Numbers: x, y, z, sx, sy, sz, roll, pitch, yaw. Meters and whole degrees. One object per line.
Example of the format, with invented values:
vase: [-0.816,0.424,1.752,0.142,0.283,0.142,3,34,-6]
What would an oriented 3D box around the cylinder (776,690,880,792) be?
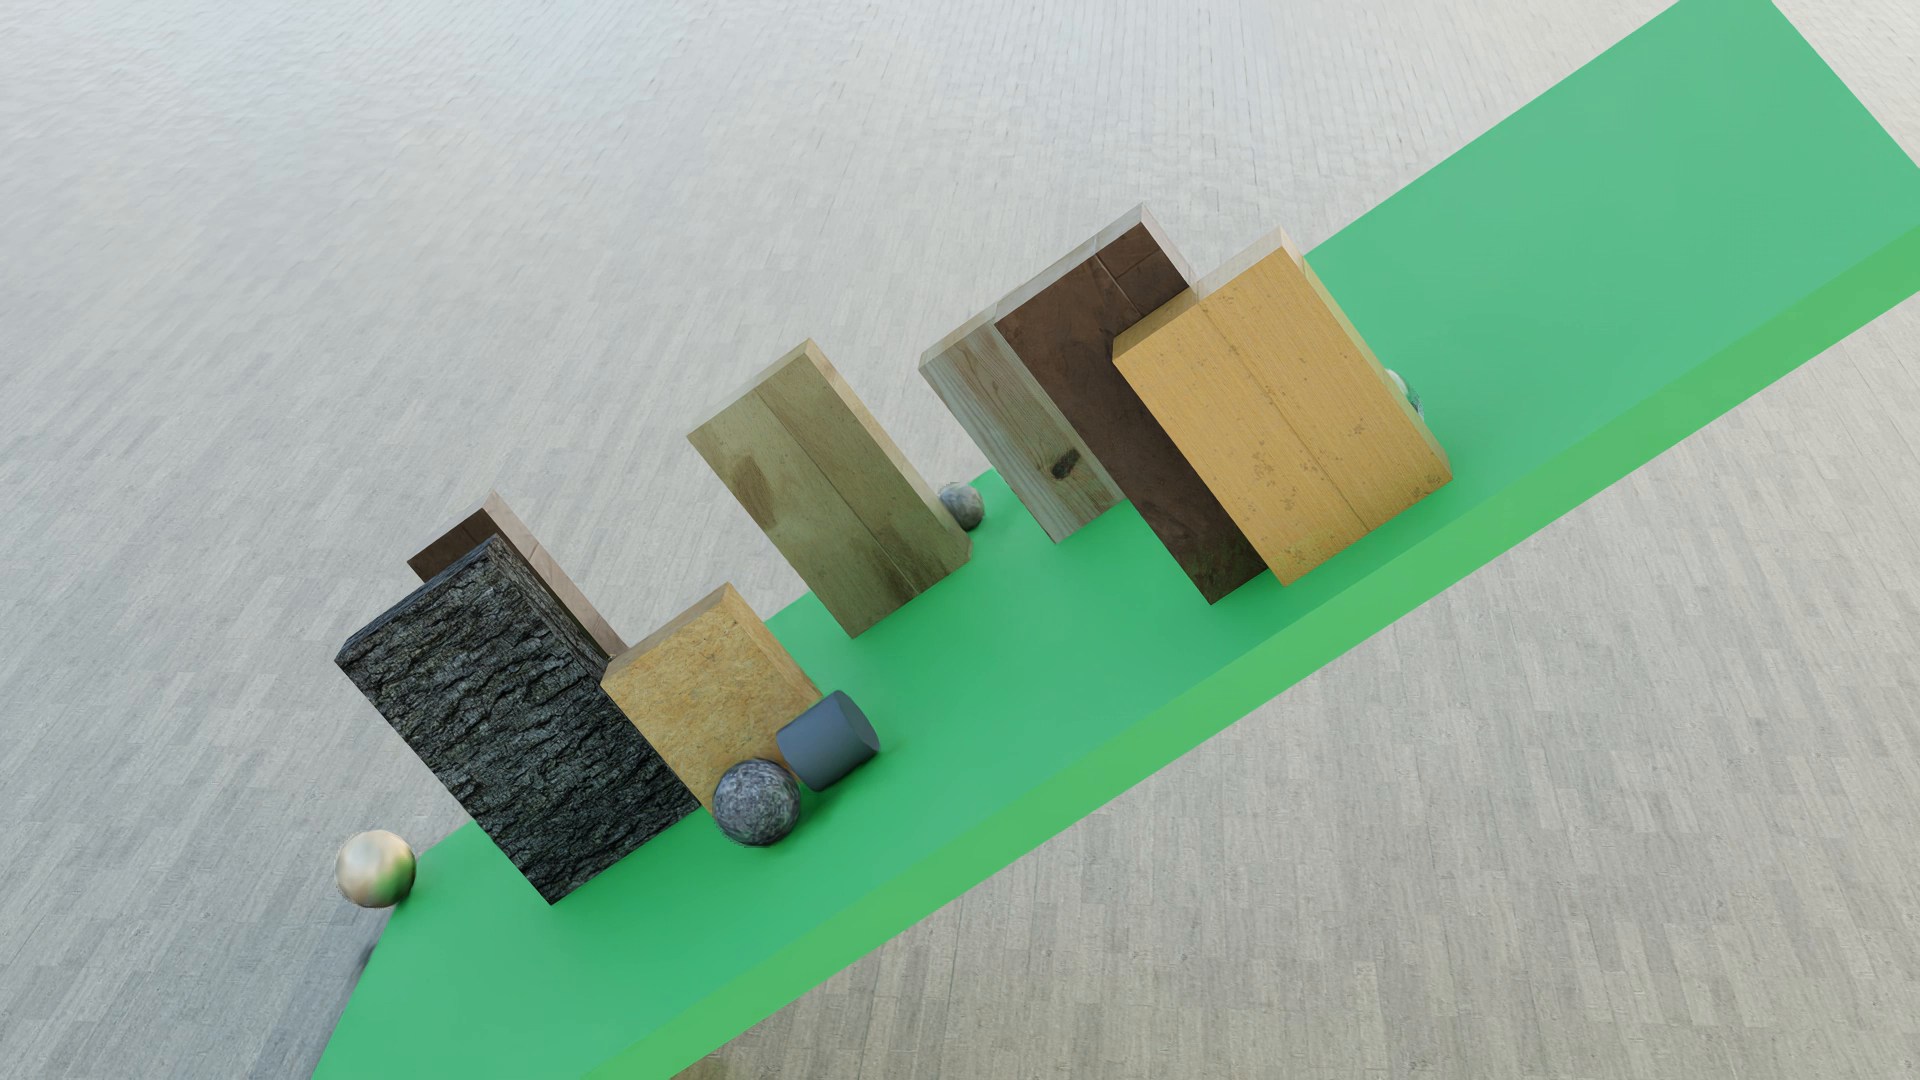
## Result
cylinder: [-0.272,0.416,6.079,0.154,0.154,0.154,-36,21,10]

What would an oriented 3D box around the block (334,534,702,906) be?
block: [-0.974,0.407,6.568,0.442,0.749,0.119,-34,16,16]

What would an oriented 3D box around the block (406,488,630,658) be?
block: [-1.059,0.223,7.392,0.251,0.690,0.126,-34,16,16]

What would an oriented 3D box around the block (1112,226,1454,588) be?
block: [0.579,-0.237,5.288,0.364,0.535,0.128,-34,16,16]

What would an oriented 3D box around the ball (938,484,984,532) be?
ball: [0.001,-0.076,6.925,0.115,0.115,0.115,0,22,0]

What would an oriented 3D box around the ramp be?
ramp: [0.130,0.178,6.319,4.000,0.100,2.000,-34,16,16]

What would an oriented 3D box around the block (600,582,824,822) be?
block: [-0.494,0.355,6.237,0.329,0.426,0.109,-34,16,16]

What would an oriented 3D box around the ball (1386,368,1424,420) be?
ball: [0.760,-0.222,5.463,0.203,0.203,0.203,0,22,0]

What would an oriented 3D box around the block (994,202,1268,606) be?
block: [0.401,-0.247,5.442,0.330,0.682,0.130,-34,16,16]

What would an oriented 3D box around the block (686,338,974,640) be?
block: [-0.295,-0.114,6.758,0.345,0.619,0.109,-34,16,16]

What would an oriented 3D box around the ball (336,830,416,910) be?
ball: [-1.494,0.844,7.532,0.202,0.202,0.202,0,22,0]

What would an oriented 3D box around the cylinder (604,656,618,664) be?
cylinder: [-0.811,0.408,7.088,0.185,0.185,0.185,-5,51,6]

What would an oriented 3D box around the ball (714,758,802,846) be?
ball: [-0.414,0.536,6.008,0.179,0.179,0.179,0,22,0]

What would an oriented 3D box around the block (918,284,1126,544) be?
block: [0.171,-0.271,6.374,0.272,0.498,0.111,-34,16,16]
